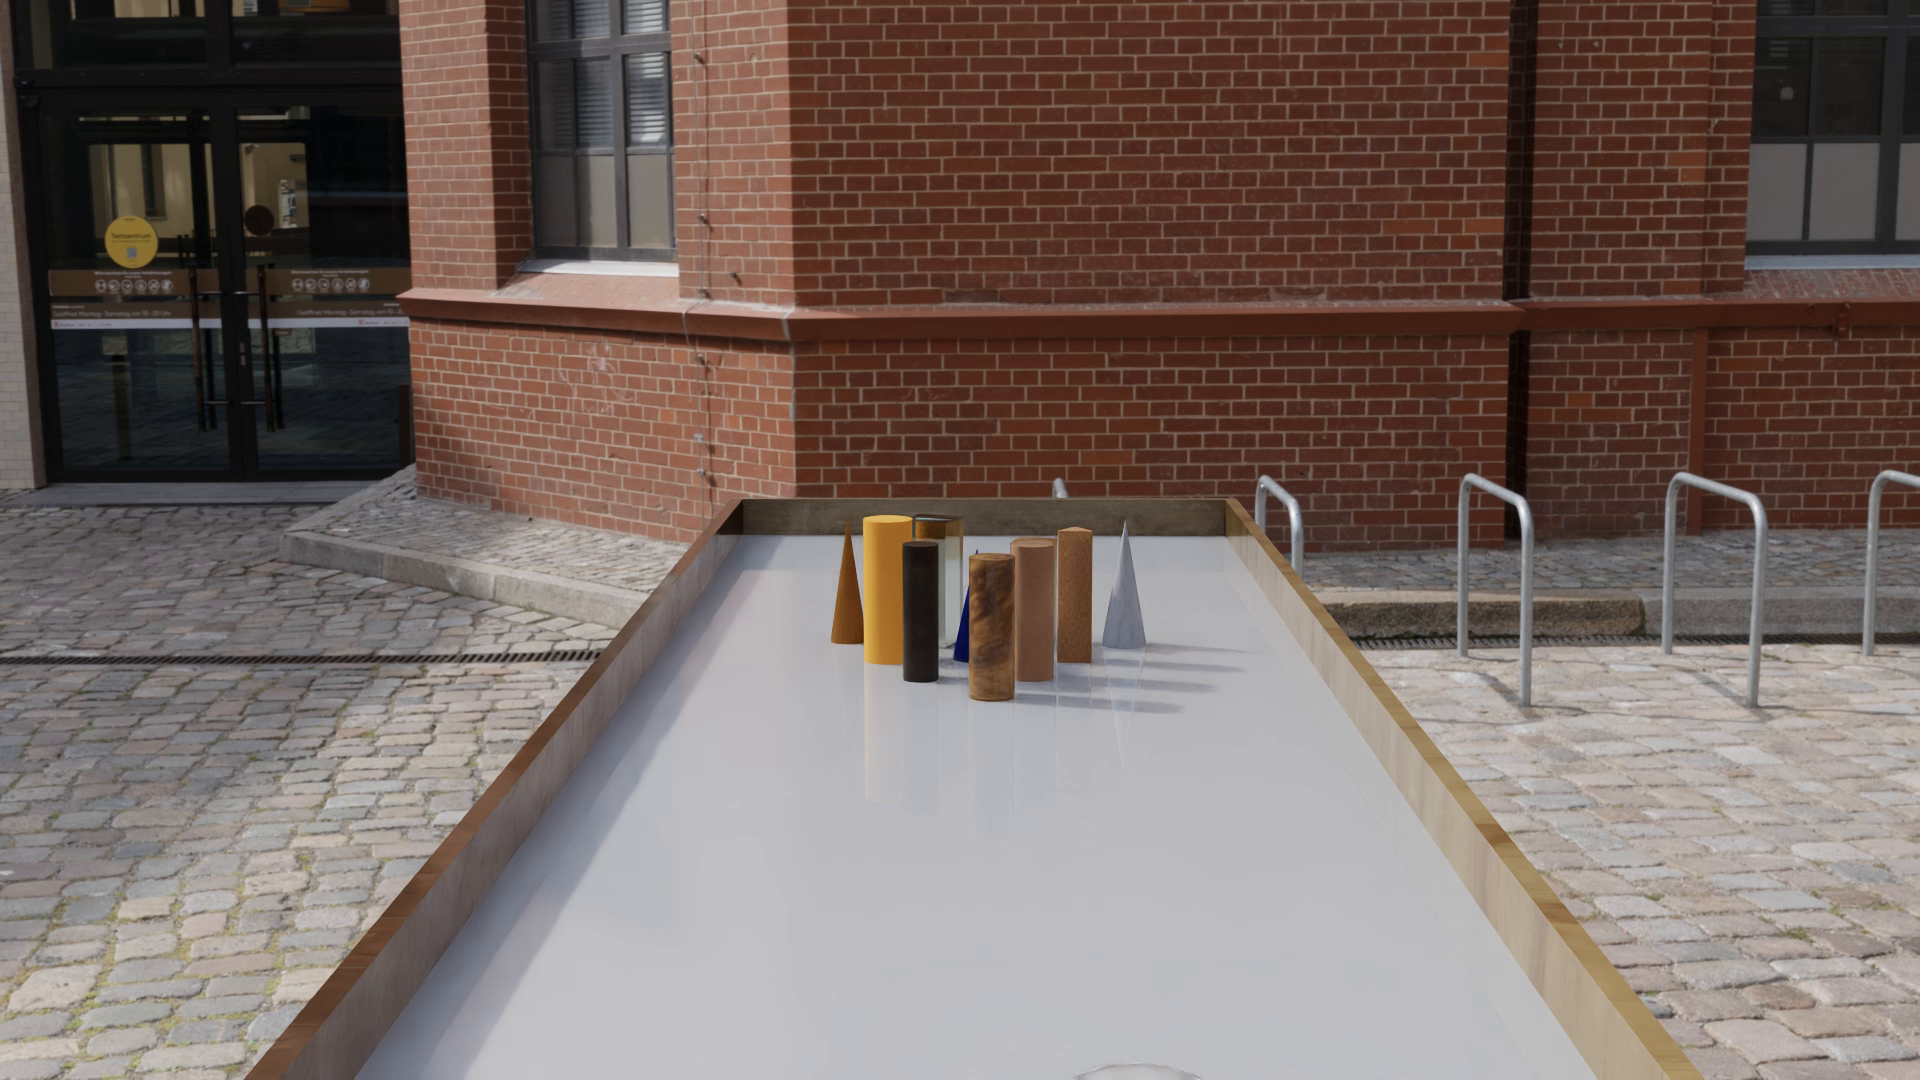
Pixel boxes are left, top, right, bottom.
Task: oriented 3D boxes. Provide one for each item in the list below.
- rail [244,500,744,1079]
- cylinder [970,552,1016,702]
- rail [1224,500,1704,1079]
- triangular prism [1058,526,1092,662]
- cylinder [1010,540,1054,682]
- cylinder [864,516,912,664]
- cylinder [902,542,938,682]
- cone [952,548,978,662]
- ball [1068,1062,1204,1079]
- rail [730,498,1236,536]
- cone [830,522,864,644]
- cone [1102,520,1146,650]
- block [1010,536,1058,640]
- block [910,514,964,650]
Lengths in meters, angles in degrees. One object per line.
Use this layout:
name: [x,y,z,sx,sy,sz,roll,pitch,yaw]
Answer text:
rail: [-1.004,0.839,3.234,0.050,0.150,12.000,0,9,1]
cylinder: [0.090,0.245,6.185,0.129,0.401,0.129,0,9,0]
rail: [1.046,0.843,3.208,0.050,0.150,12.000,0,9,1]
triangular prism: [0.348,0.165,6.676,0.102,0.404,0.088,0,9,3]
cylinder: [0.211,0.207,6.432,0.128,0.397,0.128,0,9,0]
cylinder: [-0.218,0.150,6.674,0.149,0.434,0.149,0,9,0]
cylinder: [-0.115,0.209,6.412,0.105,0.400,0.105,0,9,0]
cone: [0.052,0.192,6.703,0.150,0.342,0.150,0,9,0]
ball: [0.217,0.821,2.680,0.360,0.360,0.360,0,9,0]
rail: [0.099,-0.098,9.147,2.100,0.150,0.050,0,9,1]
cone: [-0.353,0.123,6.958,0.116,0.398,0.116,0,9,0]
cone: [0.516,0.132,6.900,0.143,0.400,0.143,0,9,0]
block: [0.232,0.162,6.944,0.123,0.326,0.123,2,9,15]
block: [-0.088,0.129,6.925,0.151,0.398,0.151,4,10,21]
